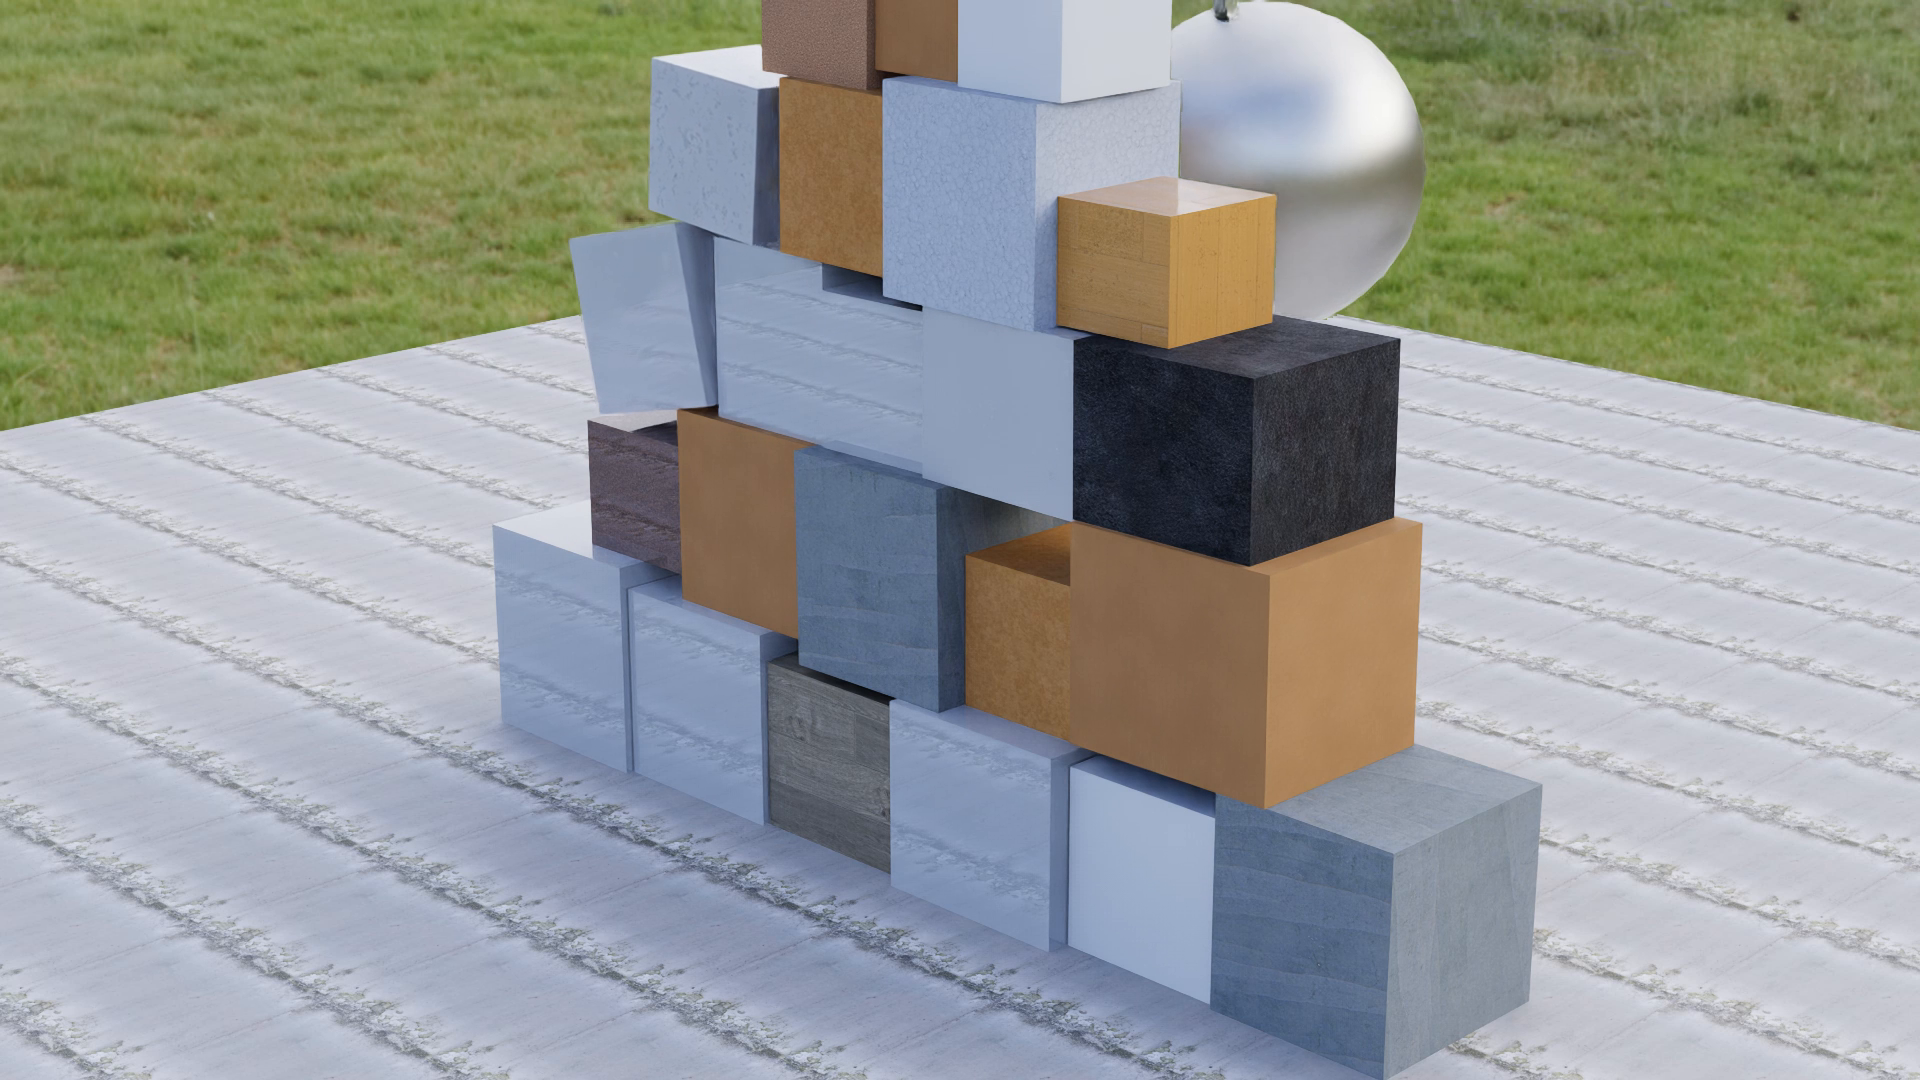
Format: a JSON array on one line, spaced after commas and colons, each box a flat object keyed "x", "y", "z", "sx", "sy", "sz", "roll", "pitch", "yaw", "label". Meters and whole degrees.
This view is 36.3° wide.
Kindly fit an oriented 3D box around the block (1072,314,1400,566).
[{"x": 1.128, "y": -0.452, "z": 12.023, "sx": 0.933, "sy": 0.759, "sz": 0.948, "roll": -17, "pitch": 23, "yaw": -42, "label": "block"}]

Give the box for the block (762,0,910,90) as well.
[{"x": -0.409, "y": -2.394, "z": 13.012, "sx": 0.656, "sy": 0.638, "sz": 0.682, "roll": -17, "pitch": 25, "yaw": -42, "label": "block"}]

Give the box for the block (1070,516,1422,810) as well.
[{"x": 1.183, "y": 0.394, "z": 12.222, "sx": 0.988, "sy": 0.976, "sz": 1.058, "roll": -17, "pitch": 23, "yaw": -42, "label": "block"}]

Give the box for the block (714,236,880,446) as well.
[{"x": -0.620, "y": -0.990, "z": 13.673, "sx": 0.723, "sy": 0.860, "sz": 0.739, "roll": -17, "pitch": 24, "yaw": -42, "label": "block"}]

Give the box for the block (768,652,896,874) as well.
[{"x": -0.263, "y": 0.967, "z": 13.892, "sx": 0.904, "sy": 0.825, "sz": 0.912, "roll": -17, "pitch": 24, "yaw": -42, "label": "block"}]

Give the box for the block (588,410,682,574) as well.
[{"x": -1.317, "y": -0.294, "z": 14.615, "sx": 0.774, "sy": 0.645, "sz": 0.714, "roll": -17, "pitch": 24, "yaw": -42, "label": "block"}]

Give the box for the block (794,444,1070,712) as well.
[{"x": -0.068, "y": 0.073, "z": 13.424, "sx": 1.004, "sy": 1.023, "sz": 0.918, "roll": -17, "pitch": 23, "yaw": -42, "label": "block"}]

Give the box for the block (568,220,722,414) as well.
[{"x": -1.234, "y": -1.136, "z": 14.295, "sx": 0.880, "sy": 0.869, "sz": 0.834, "roll": -17, "pitch": 11, "yaw": -42, "label": "block"}]

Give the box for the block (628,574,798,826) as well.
[{"x": -0.914, "y": 0.692, "z": 14.536, "sx": 1.043, "sy": 0.963, "sz": 0.973, "roll": -17, "pitch": 24, "yaw": -42, "label": "block"}]

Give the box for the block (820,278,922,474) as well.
[{"x": -0.114, "y": -0.777, "z": 13.209, "sx": 0.749, "sy": 0.728, "sz": 0.687, "roll": -17, "pitch": 23, "yaw": -42, "label": "block"}]

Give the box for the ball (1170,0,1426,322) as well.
[{"x": 1.467, "y": -1.819, "z": 14.308, "sx": 1.600, "sy": 1.600, "sz": 1.600, "roll": 0, "pitch": 17, "yaw": 0, "label": "ball"}]

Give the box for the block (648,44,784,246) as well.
[{"x": -0.923, "y": -1.864, "z": 13.713, "sx": 0.740, "sy": 0.723, "sz": 0.757, "roll": -16, "pitch": 28, "yaw": -42, "label": "block"}]

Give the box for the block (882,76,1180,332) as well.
[{"x": 0.301, "y": -1.498, "z": 12.548, "sx": 0.899, "sy": 0.940, "sz": 0.885, "roll": 17, "pitch": 24, "yaw": 42, "label": "block"}]

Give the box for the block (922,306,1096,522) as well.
[{"x": 0.451, "y": -0.627, "z": 12.645, "sx": 0.824, "sy": 0.776, "sz": 0.909, "roll": -17, "pitch": 24, "yaw": -42, "label": "block"}]

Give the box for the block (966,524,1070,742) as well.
[{"x": 0.547, "y": 0.402, "z": 12.909, "sx": 0.724, "sy": 0.700, "sz": 0.756, "roll": -17, "pitch": 24, "yaw": -42, "label": "block"}]

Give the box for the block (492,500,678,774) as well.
[{"x": -1.637, "y": 0.424, "z": 15.199, "sx": 1.110, "sy": 1.077, "sz": 1.036, "roll": -17, "pitch": 24, "yaw": -42, "label": "block"}]

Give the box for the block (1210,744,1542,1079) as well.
[{"x": 1.704, "y": 1.469, "z": 12.044, "sx": 0.998, "sy": 0.974, "sz": 0.892, "roll": -17, "pitch": 24, "yaw": -42, "label": "block"}]

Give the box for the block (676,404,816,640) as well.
[{"x": -0.716, "y": -0.159, "z": 14.052, "sx": 0.849, "sy": 0.953, "sz": 0.934, "roll": -17, "pitch": 24, "yaw": -42, "label": "block"}]

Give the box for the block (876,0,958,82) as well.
[{"x": 0.029, "y": -2.297, "z": 12.572, "sx": 0.549, "sy": 0.565, "sz": 0.564, "roll": -17, "pitch": 24, "yaw": -42, "label": "block"}]

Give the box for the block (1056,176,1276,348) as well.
[{"x": 0.850, "y": -1.157, "z": 12.108, "sx": 0.613, "sy": 0.537, "sz": 0.658, "roll": 17, "pitch": 24, "yaw": 42, "label": "block"}]

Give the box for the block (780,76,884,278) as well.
[{"x": -0.275, "y": -1.670, "z": 13.098, "sx": 0.784, "sy": 0.787, "sz": 0.714, "roll": -17, "pitch": 25, "yaw": -42, "label": "block"}]

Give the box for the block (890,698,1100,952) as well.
[{"x": 0.435, "y": 1.131, "z": 13.253, "sx": 1.133, "sy": 0.896, "sz": 0.987, "roll": -17, "pitch": 24, "yaw": -42, "label": "block"}]

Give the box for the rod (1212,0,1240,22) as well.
[{"x": 0.636, "y": -4.613, "z": 12.558, "sx": 0.080, "sy": 5.200, "sz": 0.080, "roll": 17, "pitch": 44, "yaw": 42, "label": "rod"}]

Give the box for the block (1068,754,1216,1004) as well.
[{"x": 1.076, "y": 1.356, "z": 12.637, "sx": 0.888, "sy": 0.835, "sz": 0.825, "roll": -17, "pitch": 24, "yaw": -42, "label": "block"}]

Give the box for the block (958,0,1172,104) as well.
[{"x": 0.437, "y": -2.211, "z": 12.160, "sx": 0.590, "sy": 0.657, "sz": 0.665, "roll": 17, "pitch": 24, "yaw": 42, "label": "block"}]
